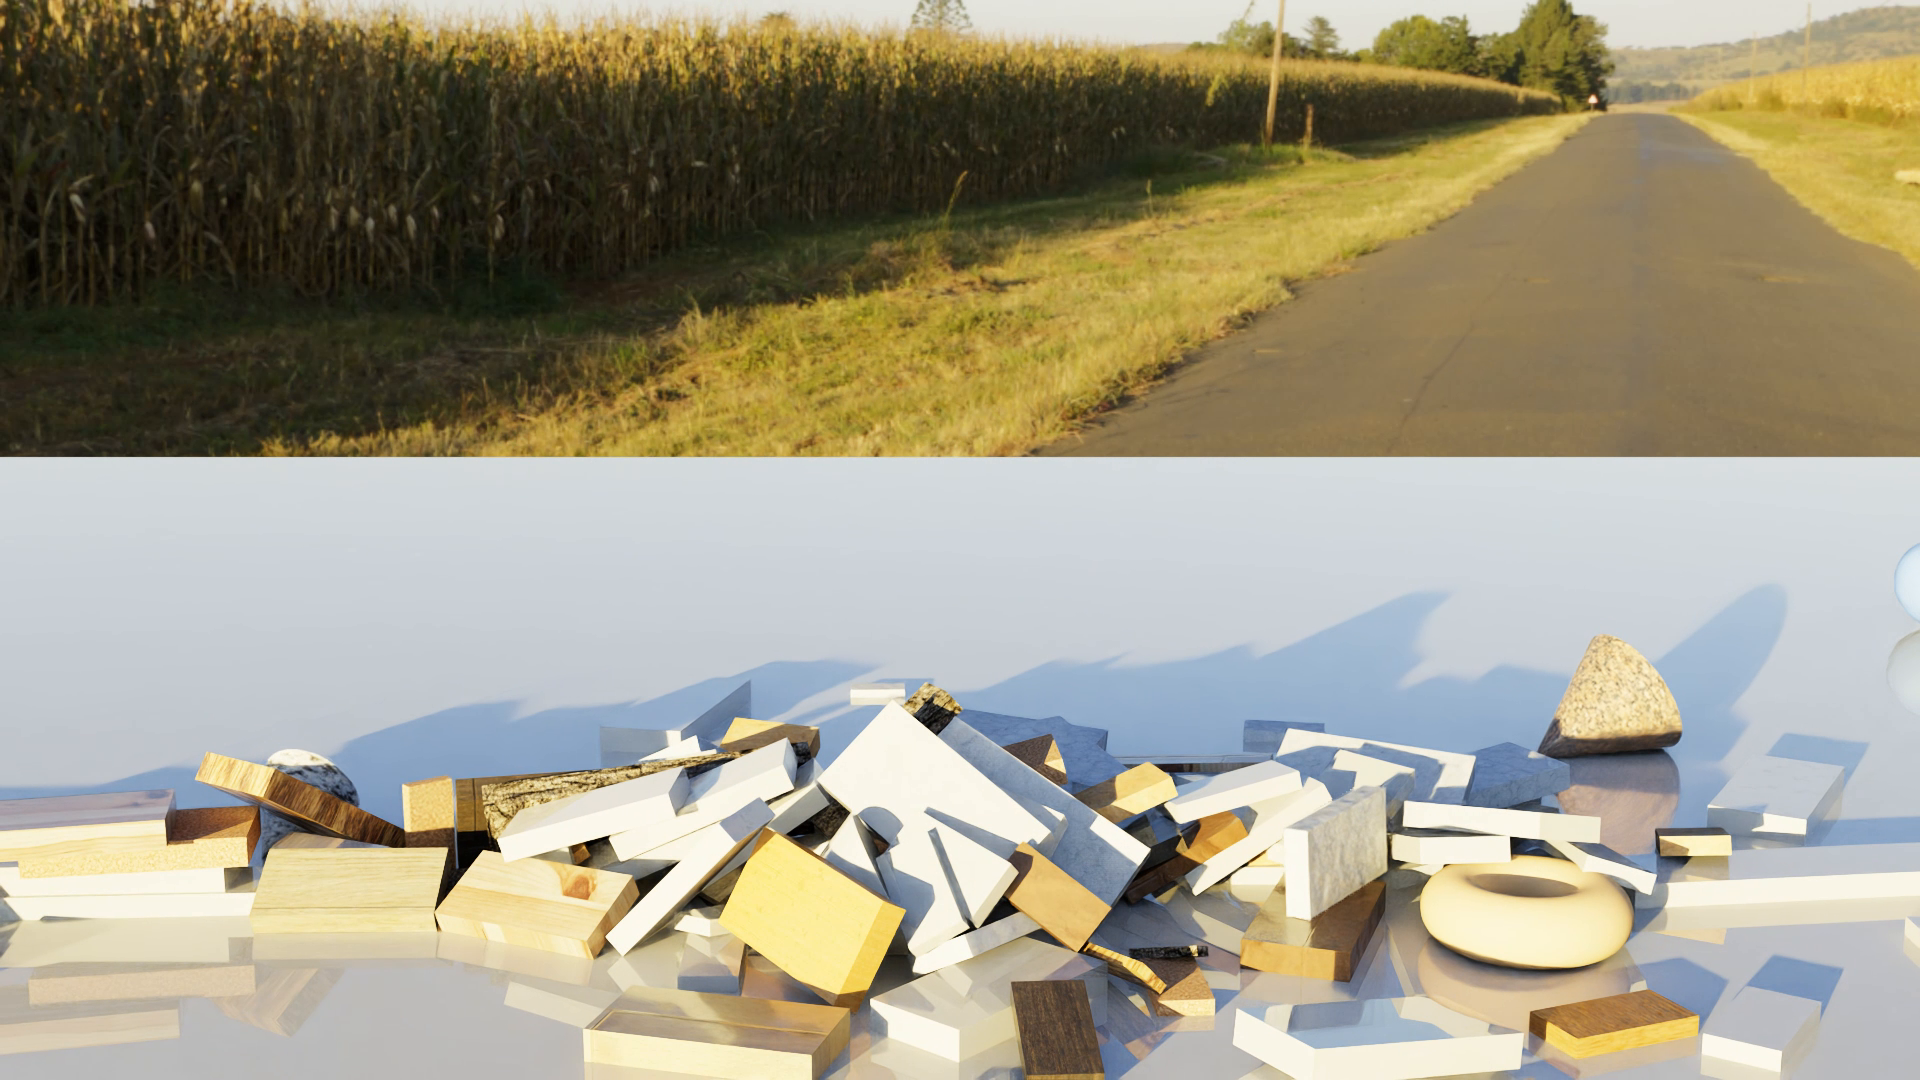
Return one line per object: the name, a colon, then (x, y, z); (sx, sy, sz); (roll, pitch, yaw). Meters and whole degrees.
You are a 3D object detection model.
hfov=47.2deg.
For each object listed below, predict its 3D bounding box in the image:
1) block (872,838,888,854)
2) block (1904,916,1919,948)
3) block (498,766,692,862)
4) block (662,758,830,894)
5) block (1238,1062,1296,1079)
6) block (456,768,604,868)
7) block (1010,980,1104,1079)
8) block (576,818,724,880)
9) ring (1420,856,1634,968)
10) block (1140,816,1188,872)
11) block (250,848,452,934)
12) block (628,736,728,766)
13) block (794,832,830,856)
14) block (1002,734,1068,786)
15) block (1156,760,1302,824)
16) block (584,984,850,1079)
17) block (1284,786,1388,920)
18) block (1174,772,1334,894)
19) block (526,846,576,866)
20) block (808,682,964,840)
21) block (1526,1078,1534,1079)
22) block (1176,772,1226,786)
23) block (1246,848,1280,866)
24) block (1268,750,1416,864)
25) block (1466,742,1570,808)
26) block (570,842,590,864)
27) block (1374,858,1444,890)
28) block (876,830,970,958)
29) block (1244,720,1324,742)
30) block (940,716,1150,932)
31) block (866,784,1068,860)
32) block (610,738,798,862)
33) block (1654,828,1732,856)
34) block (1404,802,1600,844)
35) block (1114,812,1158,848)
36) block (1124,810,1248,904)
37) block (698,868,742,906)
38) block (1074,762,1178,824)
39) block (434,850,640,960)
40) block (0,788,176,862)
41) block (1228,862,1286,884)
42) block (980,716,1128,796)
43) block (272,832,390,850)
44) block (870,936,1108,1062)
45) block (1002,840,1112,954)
block: (-0.193, 0.521, 3.659); (0.310, 0.044, 0.155); (-18, 11, 1)
block: (1.543, 0.629, 3.376); (0.105, 0.030, 0.210); (1, 11, 3)
block: (-0.591, 0.444, 3.569); (0.289, 0.041, 0.144); (-15, 11, 6)
block: (-0.356, 0.486, 3.660); (0.307, 0.043, 0.153); (-34, 11, 2)
block: (0.425, 0.724, 2.852); (0.121, 0.034, 0.242); (9, 14, 40)
block: (-0.688, 0.477, 3.796); (0.351, 0.176, 0.050); (-3, 43, -14)
block: (0.131, 0.674, 2.997); (0.103, 0.029, 0.207); (0, 25, -5)
block: (-0.517, 0.510, 3.654); (0.307, 0.043, 0.153); (-24, 11, 1)
ring: (0.885, 0.579, 3.438); (0.325, 0.108, 0.325); (-1, 9, 0)
block: (0.263, 0.531, 3.660); (0.223, 0.032, 0.112); (-24, 11, 1)
block: (-0.977, 0.562, 3.535); (0.289, 0.041, 0.144); (0, 38, -1)
block: (-0.554, 0.435, 3.899); (0.285, 0.040, 0.143); (-24, -25, 13)
block: (-0.238, 0.505, 3.649); (0.130, 0.018, 0.065); (-16, 11, 13)
block: (0.017, 0.405, 3.676); (0.311, 0.044, 0.155); (-15, 11, -1)
block: (0.451, 0.424, 3.711); (0.223, 0.032, 0.112); (-14, 7, -15)
block: (-0.334, 0.683, 3.039); (0.328, 0.047, 0.164); (3, 11, 15)
block: (0.604, 0.497, 3.520); (0.040, 0.141, 0.282); (3, 10, 36)
block: (0.480, 0.490, 3.709); (0.282, 0.040, 0.141); (-32, 12, -10)
block: (-0.696, 0.546, 3.610); (0.131, 0.019, 0.066); (-27, 49, 0)
block: (-0.133, 0.366, 3.660); (0.303, 0.043, 0.152); (-45, 11, -8)
block: (0.725, 0.730, 2.873); (0.108, 0.015, 0.054); (-6, 12, -28)
block: (0.489, 0.452, 4.099); (0.151, 0.021, 0.076); (-1, 4, -21)
block: (0.585, 0.523, 3.782); (0.212, 0.030, 0.106); (-1, 11, -8)
block: (0.651, 0.466, 3.744); (0.141, 0.040, 0.282); (13, 36, 32)
block: (0.960, 0.461, 4.144); (0.339, 0.048, 0.170); (-11, 15, -26)
block: (-0.677, 0.547, 3.654); (0.131, 0.019, 0.066); (-34, 11, -9)
block: (0.721, 0.550, 3.804); (0.106, 0.030, 0.212); (-7, 12, -32)
block: (-0.057, 0.527, 3.291); (0.090, 0.025, 0.180); (-31, 46, 6)
block: (0.680, 0.403, 4.613); (0.167, 0.024, 0.083); (2, 11, 10)
block: (0.104, 0.455, 3.543); (0.386, 0.152, 0.043); (33, -15, 16)
block: (0.002, 0.449, 3.482); (0.303, 0.152, 0.043); (22, -20, 23)
block: (-0.419, 0.426, 3.618); (0.307, 0.043, 0.153); (-23, 11, 3)
block: (1.261, 0.519, 3.789); (0.113, 0.032, 0.226); (-3, -4, 15)
block: (0.887, 0.463, 3.612); (0.145, 0.041, 0.290); (8, -7, -34)
block: (0.207, 0.519, 3.660); (0.239, 0.034, 0.119); (-24, 11, 2)
block: (0.361, 0.521, 3.664); (0.223, 0.032, 0.112); (-29, 11, -7)
block: (-0.389, 0.568, 3.614); (0.065, 0.018, 0.130); (-39, 19, -20)
block: (0.229, 0.442, 3.640); (0.239, 0.034, 0.119); (-23, 11, -10)
block: (-0.669, 0.575, 3.476); (0.289, 0.041, 0.144); (5, 38, 25)
block: (-1.444, 0.458, 3.514); (0.347, 0.049, 0.174); (-3, 11, -14)
block: (0.511, 0.548, 3.815); (0.106, 0.030, 0.212); (0, 11, -1)
block: (0.185, 0.430, 4.171); (0.174, 0.049, 0.348); (-9, 19, -21)
block: (-1.047, 0.521, 3.661); (0.170, 0.024, 0.085); (8, 10, 4)
block: (0.046, 0.658, 3.176); (0.166, 0.047, 0.332); (9, 14, 40)
block: (0.136, 0.540, 3.318); (0.168, 0.084, 0.024); (36, -16, 16)
